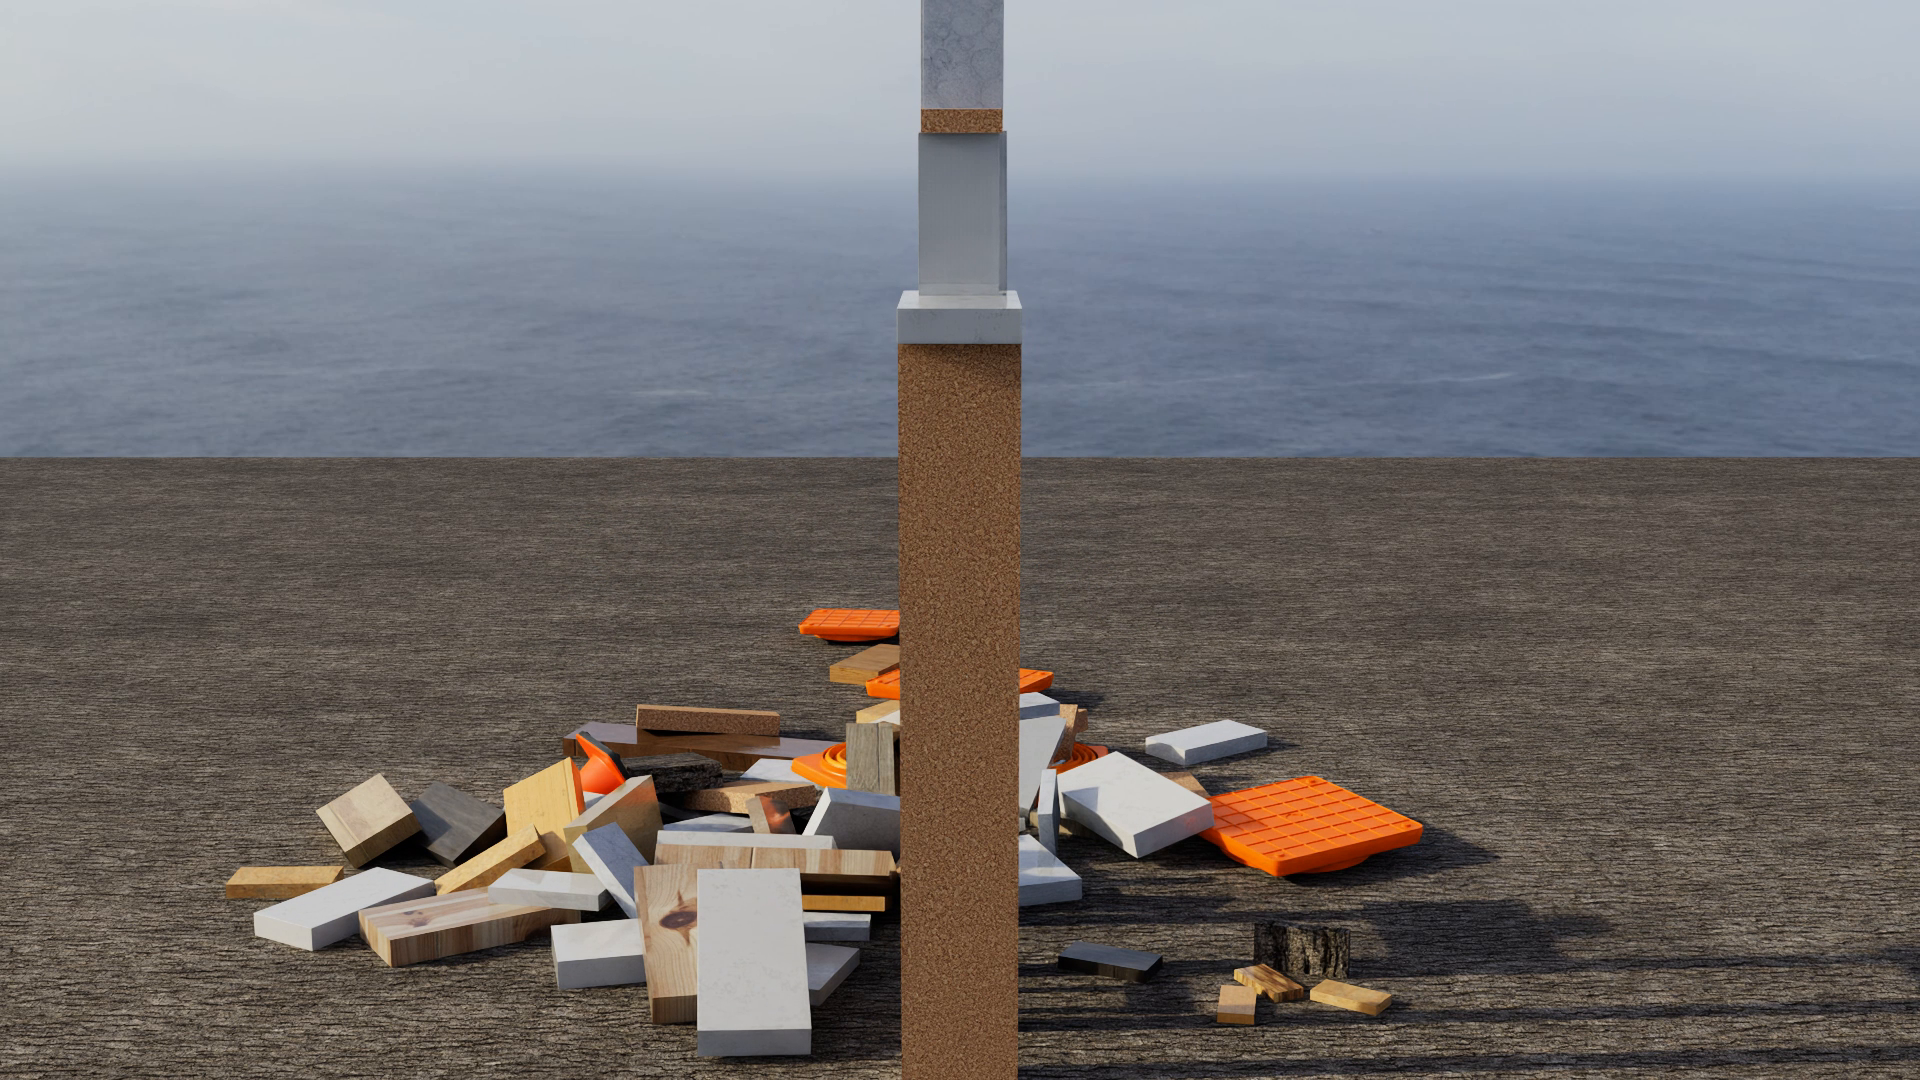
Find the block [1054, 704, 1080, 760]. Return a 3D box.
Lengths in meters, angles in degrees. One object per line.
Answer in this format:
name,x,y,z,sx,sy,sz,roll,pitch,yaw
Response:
block,0.108,0.371,4.276,0.232,0.033,0.116,0,41,13

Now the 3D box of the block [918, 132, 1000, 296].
block,-0.002,-0.435,2.934,0.107,0.214,0.030,0,11,0

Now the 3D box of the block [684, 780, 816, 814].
block,-0.384,0.467,4.000,0.126,0.036,0.253,-4,-1,-37

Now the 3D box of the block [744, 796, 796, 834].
block,-0.320,0.492,3.782,0.026,0.091,0.183,-20,-13,6

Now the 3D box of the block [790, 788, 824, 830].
block,-0.262,0.499,4.027,0.091,0.026,0.183,-19,22,-34

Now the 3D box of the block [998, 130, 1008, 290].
block,0.011,-0.375,3.076,0.107,0.388,0.030,0,6,-2

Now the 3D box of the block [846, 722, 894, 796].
block,-0.163,0.428,3.990,0.086,0.024,0.278,-1,34,-3

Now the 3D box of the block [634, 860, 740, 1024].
block,-0.393,0.595,3.286,0.161,0.046,0.338,-2,25,-12

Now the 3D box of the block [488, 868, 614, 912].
block,-0.650,0.559,3.522,0.185,0.026,0.093,2,11,12

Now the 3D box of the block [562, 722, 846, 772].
block,-0.502,0.425,4.456,0.600,0.037,0.130,3,11,16

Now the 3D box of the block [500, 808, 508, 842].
block,-0.718,0.518,3.783,0.247,0.035,0.123,10,49,43

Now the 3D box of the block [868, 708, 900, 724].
block,-0.096,0.350,4.441,0.145,0.041,0.290,-25,-2,-25

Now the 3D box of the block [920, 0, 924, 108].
block,-0.001,-0.706,3.047,0.106,0.212,0.030,0,11,0

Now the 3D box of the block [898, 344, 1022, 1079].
block,0.000,0.234,2.873,0.155,0.991,0.044,0,10,0

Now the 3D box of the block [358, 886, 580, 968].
block,-0.776,0.602,3.486,0.309,0.044,0.154,-7,12,-32

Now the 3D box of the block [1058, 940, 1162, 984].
block,0.229,0.641,3.341,0.142,0.020,0.071,5,12,25

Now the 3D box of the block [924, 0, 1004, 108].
block,0.004,-0.679,2.913,0.106,0.212,0.030,0,11,-1

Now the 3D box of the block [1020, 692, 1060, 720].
block,0.074,0.260,3.387,0.142,0.020,0.071,-6,12,-27

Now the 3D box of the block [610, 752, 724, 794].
block,-0.558,0.441,4.164,0.161,0.046,0.322,-3,-1,-16

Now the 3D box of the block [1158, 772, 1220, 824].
block,0.403,0.487,4.136,0.116,0.033,0.232,-2,11,-8

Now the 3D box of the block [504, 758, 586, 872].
block,-0.703,0.486,3.747,0.130,0.037,0.261,-26,33,1

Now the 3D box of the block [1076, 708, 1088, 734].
block,0.097,0.370,4.446,0.290,0.041,0.145,0,7,35

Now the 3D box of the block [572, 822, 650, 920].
block,-0.531,0.540,3.524,0.185,0.026,0.093,49,24,14

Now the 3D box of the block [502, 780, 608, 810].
block,-0.700,0.500,3.878,0.247,0.035,0.123,5,48,27

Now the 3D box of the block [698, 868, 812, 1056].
block,-0.301,0.603,3.176,0.154,0.044,0.394,1,25,-7

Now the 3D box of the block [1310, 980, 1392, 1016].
block,0.571,0.668,3.211,0.104,0.015,0.052,7,13,34

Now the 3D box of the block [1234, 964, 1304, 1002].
block,0.458,0.658,3.264,0.052,0.015,0.104,-5,12,-26

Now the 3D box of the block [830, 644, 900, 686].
block,-0.190,0.293,5.169,0.126,0.036,0.253,5,12,25

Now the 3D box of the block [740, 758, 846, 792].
block,-0.280,0.465,4.242,0.259,0.037,0.130,2,11,13

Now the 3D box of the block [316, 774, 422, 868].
block,-1.055,0.498,3.919,0.131,0.037,0.261,-31,22,-19

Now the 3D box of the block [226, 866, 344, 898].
block,-1.131,0.574,3.689,0.173,0.024,0.086,0,11,-2
